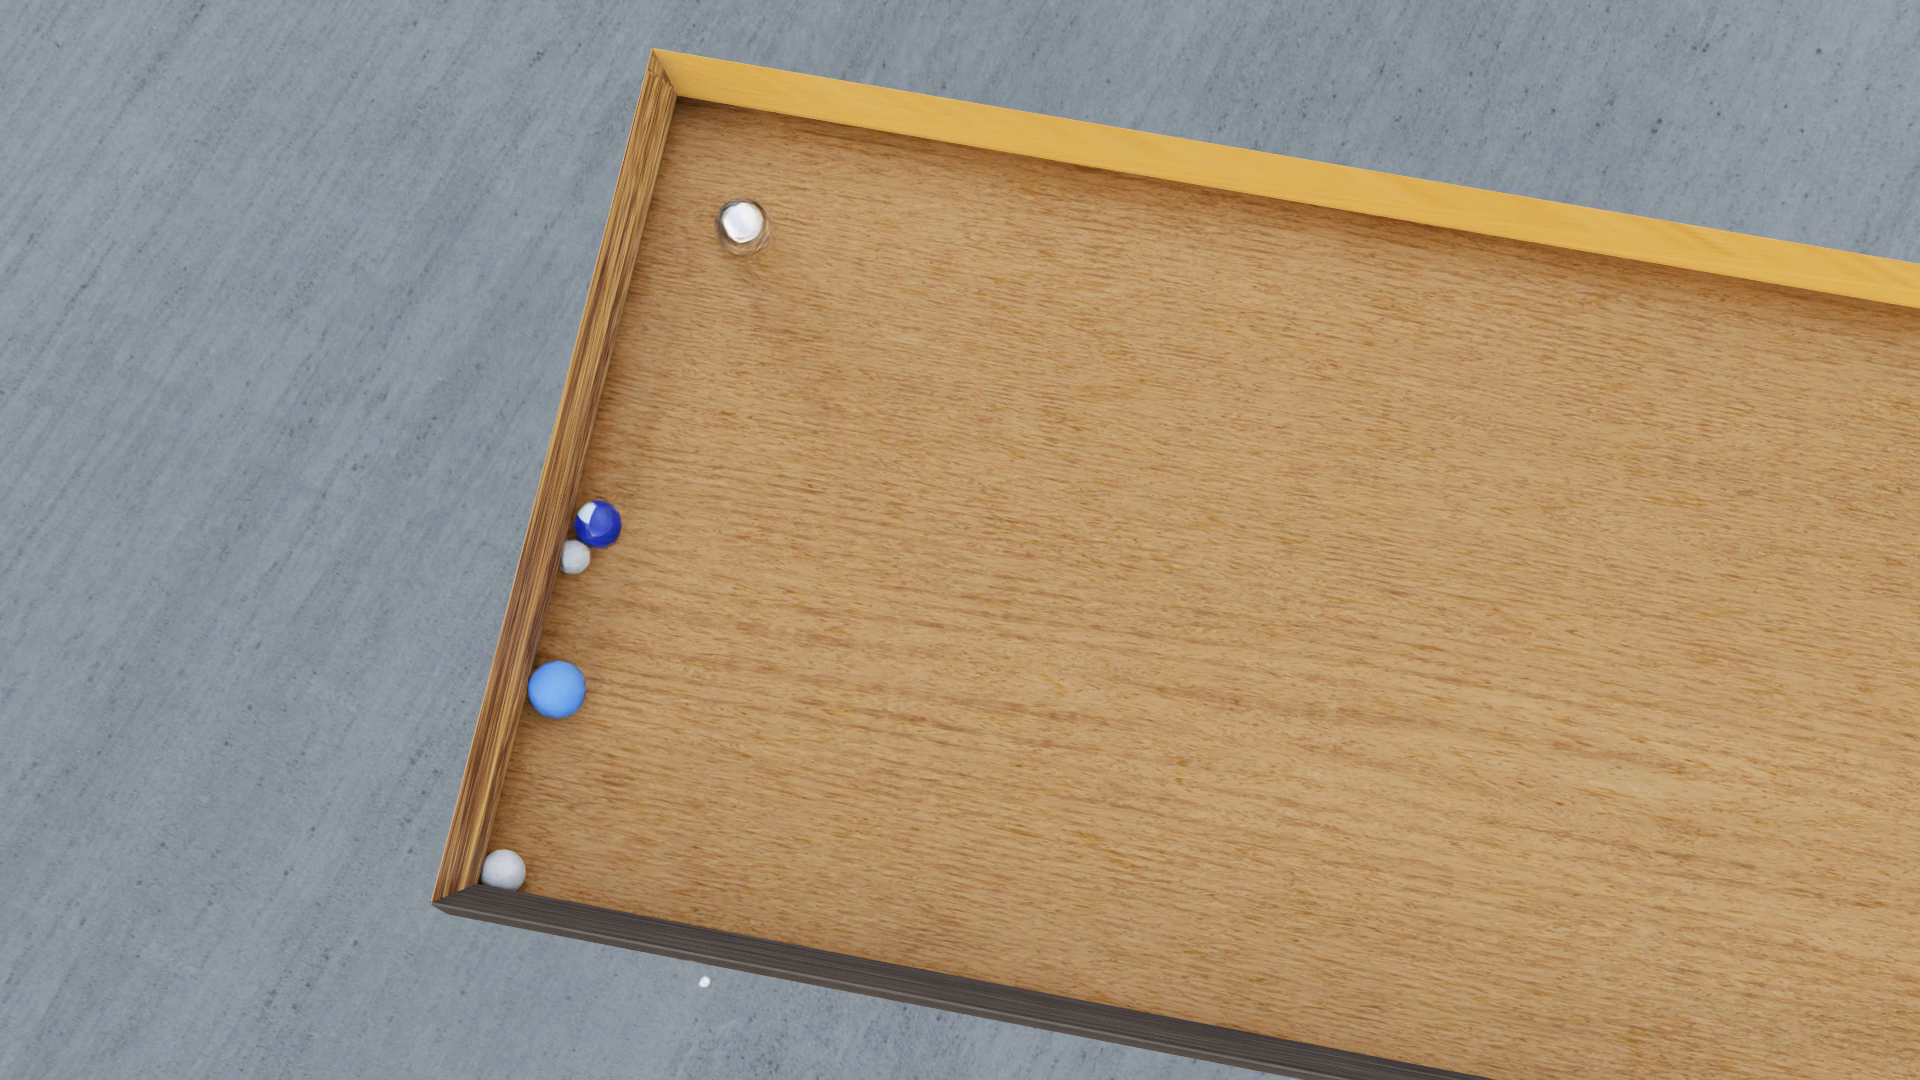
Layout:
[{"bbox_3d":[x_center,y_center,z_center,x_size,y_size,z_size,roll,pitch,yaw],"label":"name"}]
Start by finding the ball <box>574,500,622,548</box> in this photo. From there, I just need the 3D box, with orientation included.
[{"bbox_3d":[-0.558,-0.025,3.388,0.072,0.072,0.072,0,73,0],"label":"ball"}]

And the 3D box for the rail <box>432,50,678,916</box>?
[{"bbox_3d":[-0.603,-0.116,3.392,0.045,0.116,1.396,10,73,3],"label":"rail"}]

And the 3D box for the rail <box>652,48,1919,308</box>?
[{"bbox_3d":[0.752,-0.527,3.517,2.551,0.116,0.045,10,73,3],"label":"rail"}]

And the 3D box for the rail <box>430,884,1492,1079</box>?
[{"bbox_3d":[0.501,0.741,3.130,2.551,0.116,0.045,10,73,3],"label":"rail"}]

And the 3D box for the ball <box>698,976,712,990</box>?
[{"bbox_3d":[-1.614,2.798,13.912,0.089,0.089,0.089,0,73,0],"label":"ball"}]

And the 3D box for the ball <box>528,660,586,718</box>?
[{"bbox_3d":[-0.605,0.224,3.304,0.086,0.086,0.086,0,73,0],"label":"ball"}]

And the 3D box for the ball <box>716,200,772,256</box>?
[{"bbox_3d":[-0.347,-0.501,3.524,0.089,0.089,0.089,0,73,0],"label":"ball"}]

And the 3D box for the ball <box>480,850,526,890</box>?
[{"bbox_3d":[-0.673,0.489,3.234,0.067,0.067,0.067,0,73,0],"label":"ball"}]

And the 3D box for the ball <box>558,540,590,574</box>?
[{"bbox_3d":[-0.595,0.025,3.382,0.053,0.053,0.053,0,73,0],"label":"ball"}]
